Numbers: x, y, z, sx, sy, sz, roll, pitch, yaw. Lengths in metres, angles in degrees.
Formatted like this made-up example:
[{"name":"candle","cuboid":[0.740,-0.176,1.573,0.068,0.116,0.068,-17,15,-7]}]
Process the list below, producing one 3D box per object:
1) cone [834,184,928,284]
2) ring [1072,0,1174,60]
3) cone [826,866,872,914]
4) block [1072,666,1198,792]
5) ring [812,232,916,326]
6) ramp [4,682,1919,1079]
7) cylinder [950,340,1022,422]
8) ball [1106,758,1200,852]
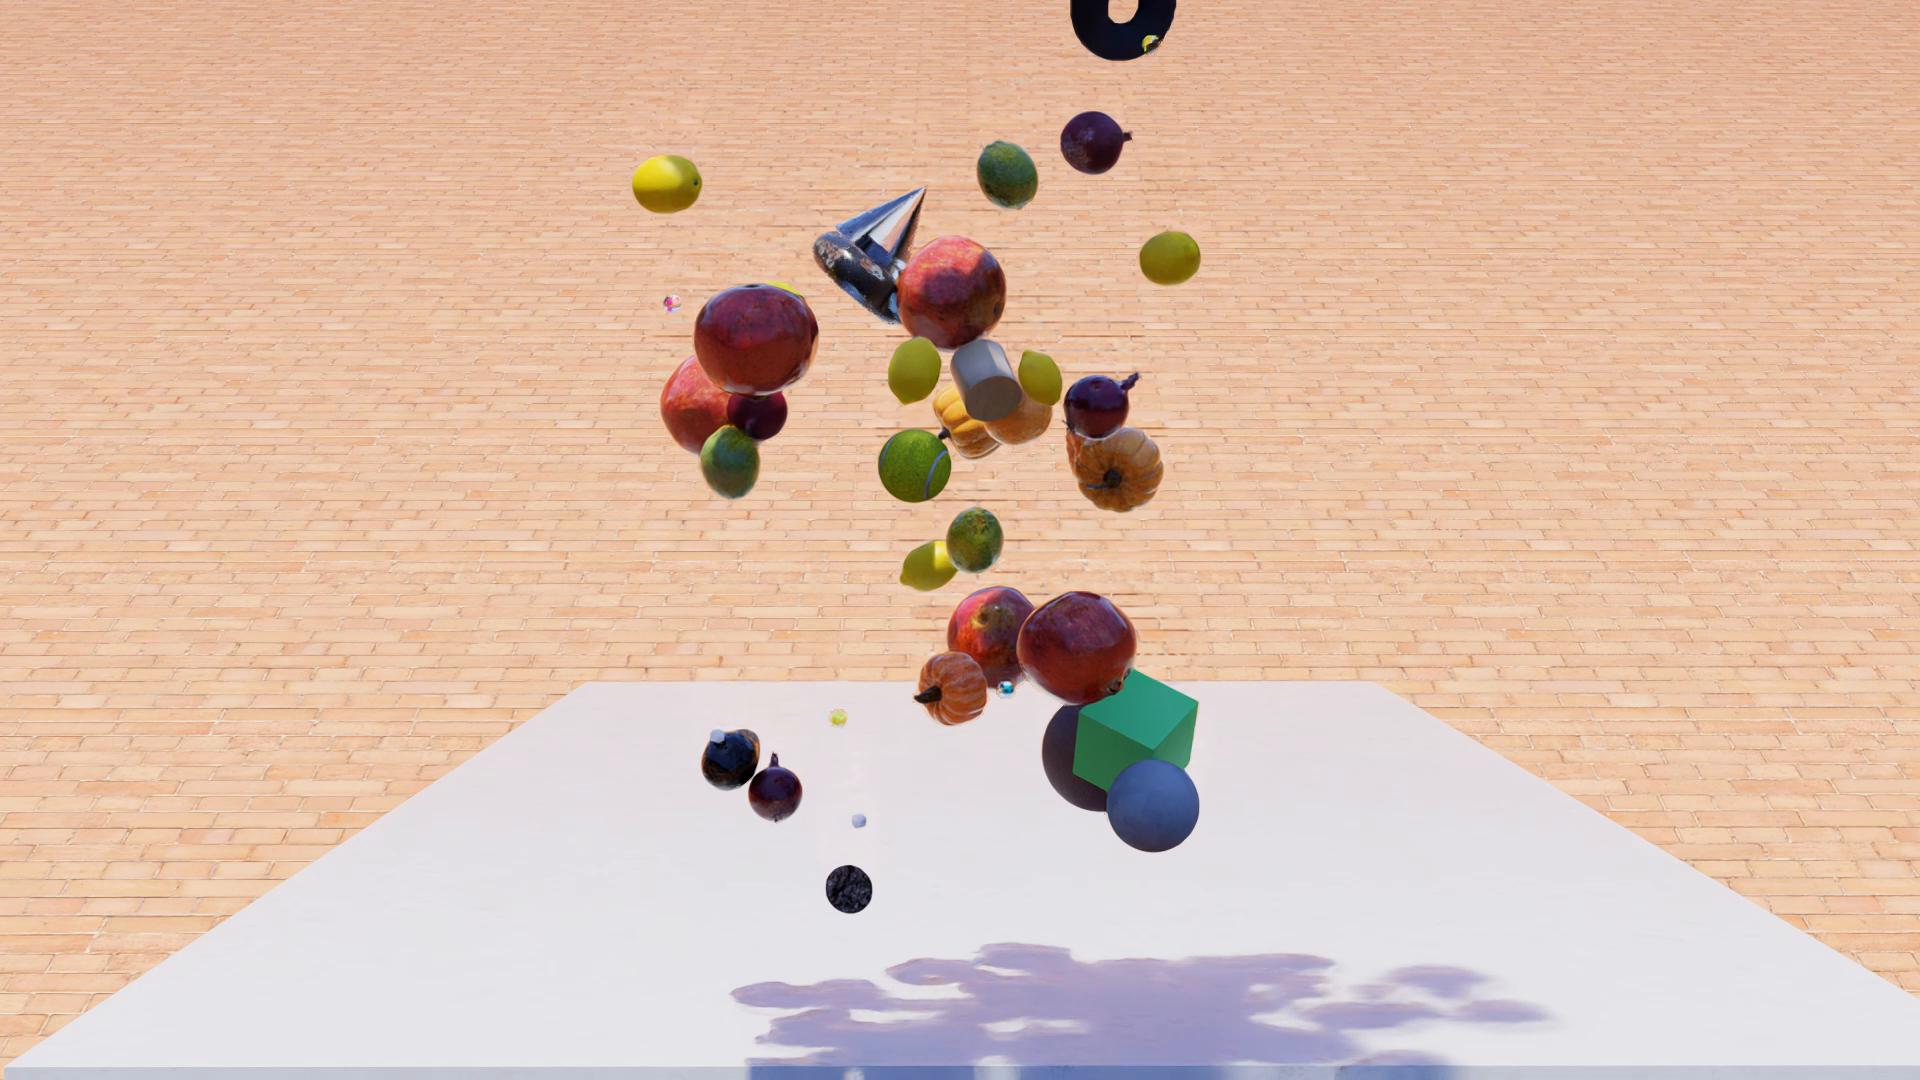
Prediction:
[{"name":"cone","cuboid":[-0.065,-0.335,2.693,0.097,0.097,0.097,40,4,-3]},{"name":"ring","cuboid":[0.157,-0.515,2.481,0.108,0.108,0.036,-8,26,-18]},{"name":"cone","cuboid":[-0.112,0.371,2.770,0.053,0.053,0.053,6,5,13]},{"name":"block","cuboid":[0.177,0.200,2.601,0.087,0.087,0.087,26,46,24]},{"name":"ring","cuboid":[-0.100,-0.271,2.668,0.127,0.042,0.127,40,5,-4]},{"name":"ramp","cuboid":[0.054,0.489,4.541,2.000,0.100,4.000,0,2,0]},{"name":"cylinder","cuboid":[0.025,-0.159,2.573,0.059,0.059,0.059,-6,44,-15]},{"name":"ball","cuboid":[0.188,0.258,2.505,0.091,0.091,0.091,0,23,0]}]
